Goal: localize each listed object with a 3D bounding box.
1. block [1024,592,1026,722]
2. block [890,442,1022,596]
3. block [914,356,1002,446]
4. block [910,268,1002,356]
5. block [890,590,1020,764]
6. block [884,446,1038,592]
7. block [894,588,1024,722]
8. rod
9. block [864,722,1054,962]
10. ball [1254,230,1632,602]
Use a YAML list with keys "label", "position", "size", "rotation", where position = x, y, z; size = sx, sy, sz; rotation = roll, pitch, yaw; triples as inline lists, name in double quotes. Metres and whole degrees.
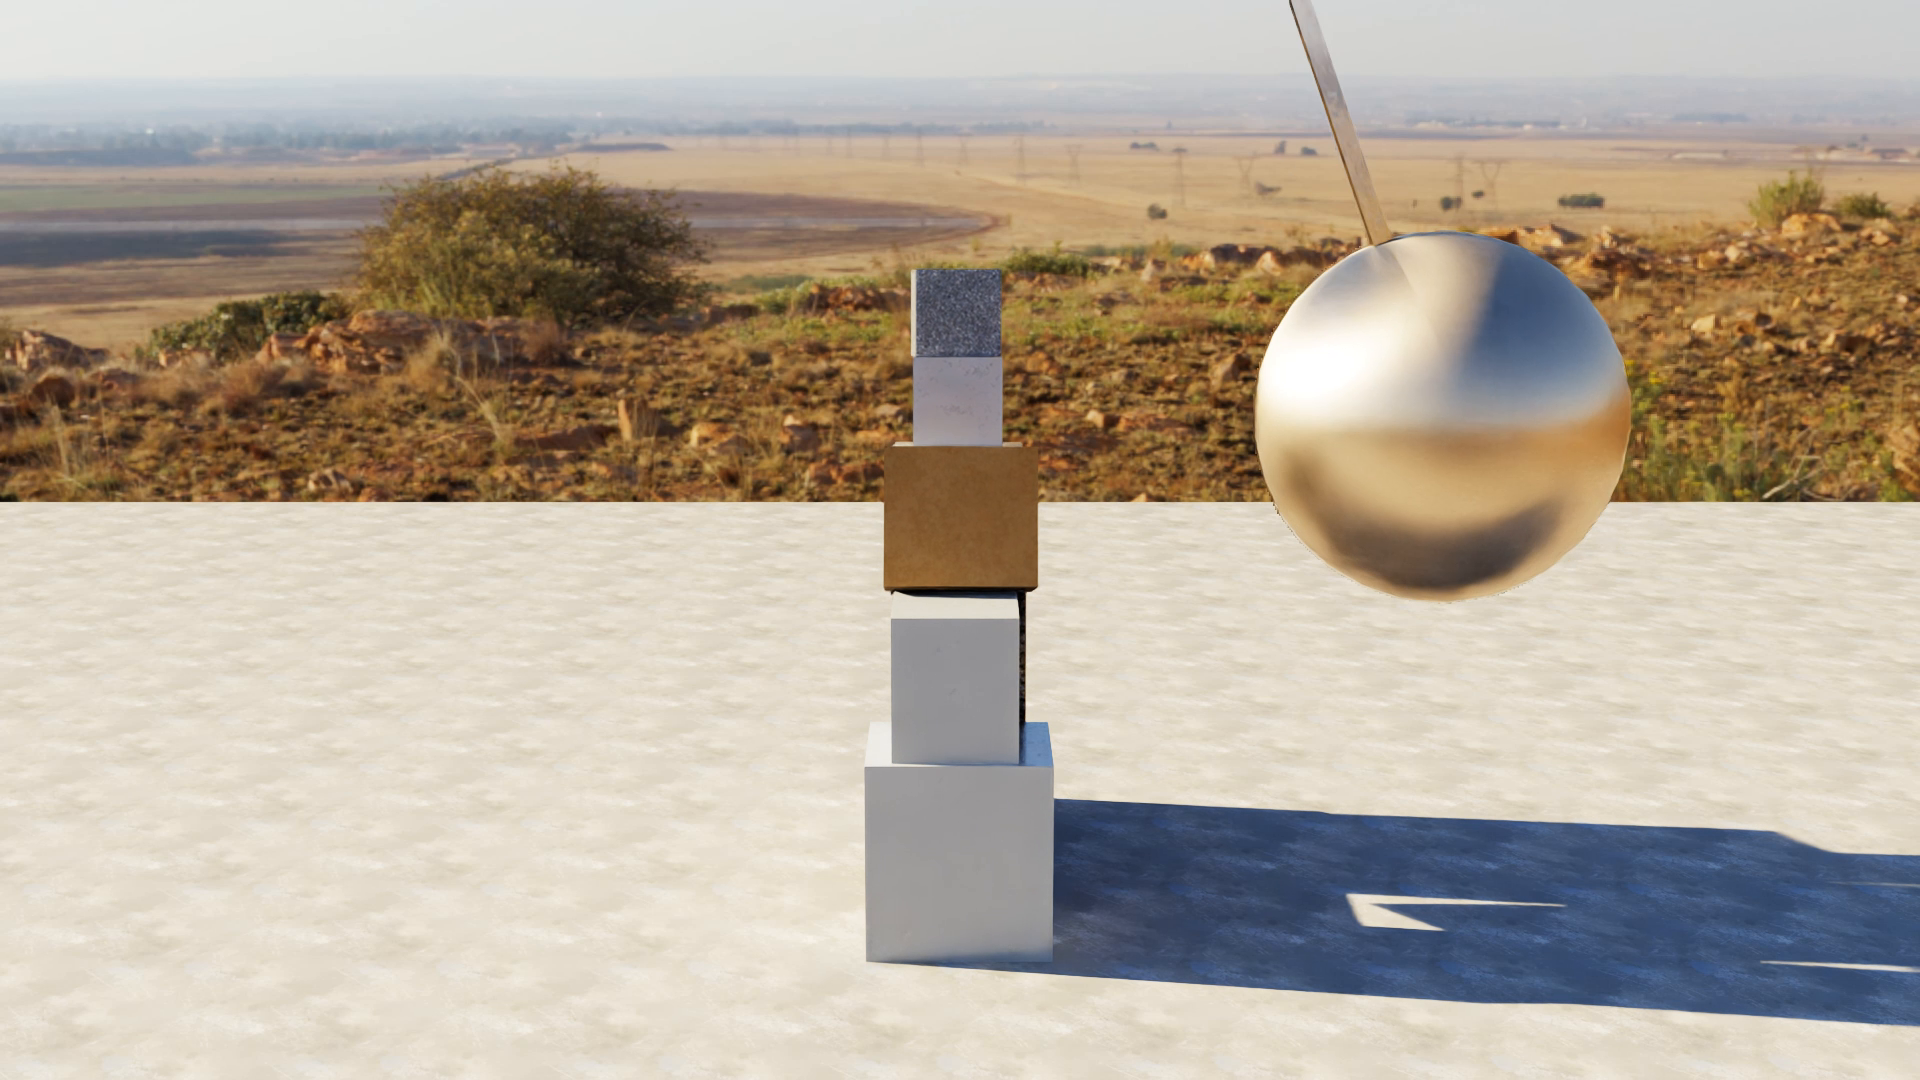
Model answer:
- label: "block"
  position: [0.011, 0.510, 11.643]
  size: [0.567, 0.604, 0.579]
  rotation: [0, 6, 0]
- label: "block"
  position: [-0.010, -0.101, 11.442]
  size: [0.572, 0.644, 0.606]
  rotation: [0, 5, 1]
- label: "block"
  position: [-0.009, -0.620, 11.415]
  size: [0.391, 0.395, 0.425]
  rotation: [0, 5, 0]
- label: "block"
  position: [-0.021, -1.016, 11.466]
  size: [0.376, 0.383, 0.443]
  rotation: [0, 5, -4]
- label: "block"
  position: [-0.019, 0.548, 10.383]
  size: [0.505, 0.589, 0.548]
  rotation: [0, 10, 0]
- label: "block"
  position: [-0.001, -0.081, 10.797]
  size: [0.633, 0.575, 0.588]
  rotation: [0, -3, -1]
- label: "block"
  position: [-0.003, 0.509, 11.012]
  size: [0.553, 0.553, 0.565]
  rotation: [0, -6, 0]
- label: "rod"
  position: [0.899, -3.671, 10.513]
  size: [0.080, 5.200, 0.080]
  rotation: [-20, 10, 4]
- label: "block"
  position: [-0.003, 1.228, 10.546]
  size: [0.749, 0.810, 0.706]
  rotation: [0, 10, 0]
- label: "ball"
  position: [2.074, -0.532, 11.084]
  size: [1.600, 1.600, 1.600]
  rotation: [0, 10, 0]
